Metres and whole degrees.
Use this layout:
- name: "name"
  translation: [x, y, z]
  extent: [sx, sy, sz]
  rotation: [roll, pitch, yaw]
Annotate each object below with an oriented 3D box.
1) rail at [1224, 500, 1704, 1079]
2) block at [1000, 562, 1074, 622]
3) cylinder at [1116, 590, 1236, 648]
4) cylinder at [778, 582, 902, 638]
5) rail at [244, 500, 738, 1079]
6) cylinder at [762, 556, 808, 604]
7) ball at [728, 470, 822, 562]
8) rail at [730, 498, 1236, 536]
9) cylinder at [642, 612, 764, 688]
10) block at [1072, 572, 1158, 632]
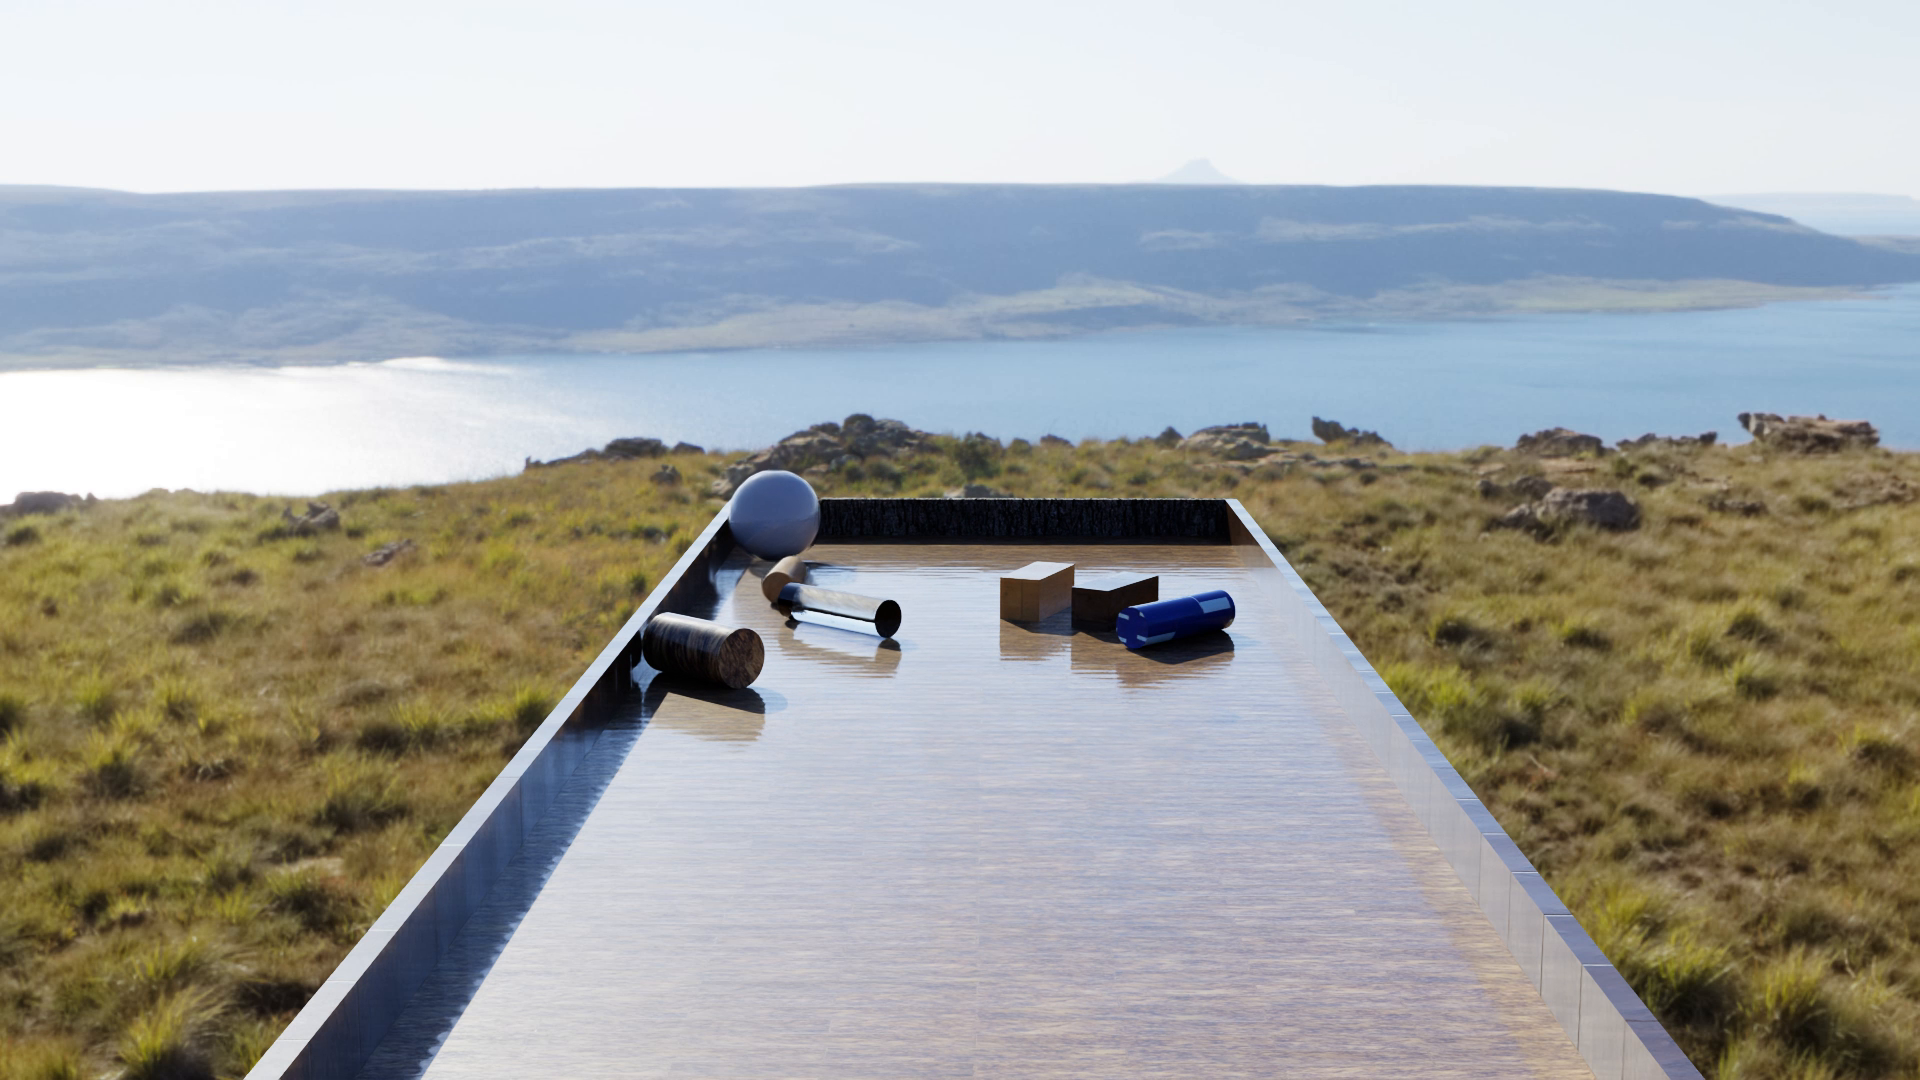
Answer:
- name: "rail"
  translation: [1.046, 0.843, 3.208]
  extent: [0.050, 0.150, 12.000]
  rotation: [0, 9, 1]
- name: "block"
  translation: [0.265, 0.173, 7.472]
  extent: [0.140, 0.140, 0.343]
  rotation: [4, 10, 23]
- name: "cylinder"
  translation: [0.691, 0.250, 7.011]
  extent: [0.132, 0.132, 0.438]
  rotation: [9, 13, 44]
- name: "cylinder"
  translation: [-0.396, 0.227, 7.181]
  extent: [0.456, 0.124, 0.124]
  rotation: [8, 12, 43]
- name: "rail"
  translation: [-1.004, 0.839, 3.234]
  extent: [0.050, 0.150, 12.000]
  rotation: [0, 9, 1]
- name: "cylinder"
  translation: [-0.617, 0.140, 7.767]
  extent: [0.112, 0.112, 0.321]
  rotation: [1, 9, 4]
- name: "ball"
  translation: [-0.713, -0.095, 8.475]
  extent: [0.354, 0.354, 0.354]
  rotation: [0, 9, 0]
- name: "rail"
  translation: [0.099, -0.098, 9.147]
  extent: [2.100, 0.150, 0.050]
  rotation: [0, 9, 1]
- name: "cylinder"
  translation: [-0.751, 0.321, 6.422]
  extent: [0.345, 0.176, 0.176]
  rotation: [8, 12, 43]
- name: "block"
  translation: [0.517, 0.203, 7.297]
  extent: [0.136, 0.136, 0.351]
  rotation: [6, 11, 32]
